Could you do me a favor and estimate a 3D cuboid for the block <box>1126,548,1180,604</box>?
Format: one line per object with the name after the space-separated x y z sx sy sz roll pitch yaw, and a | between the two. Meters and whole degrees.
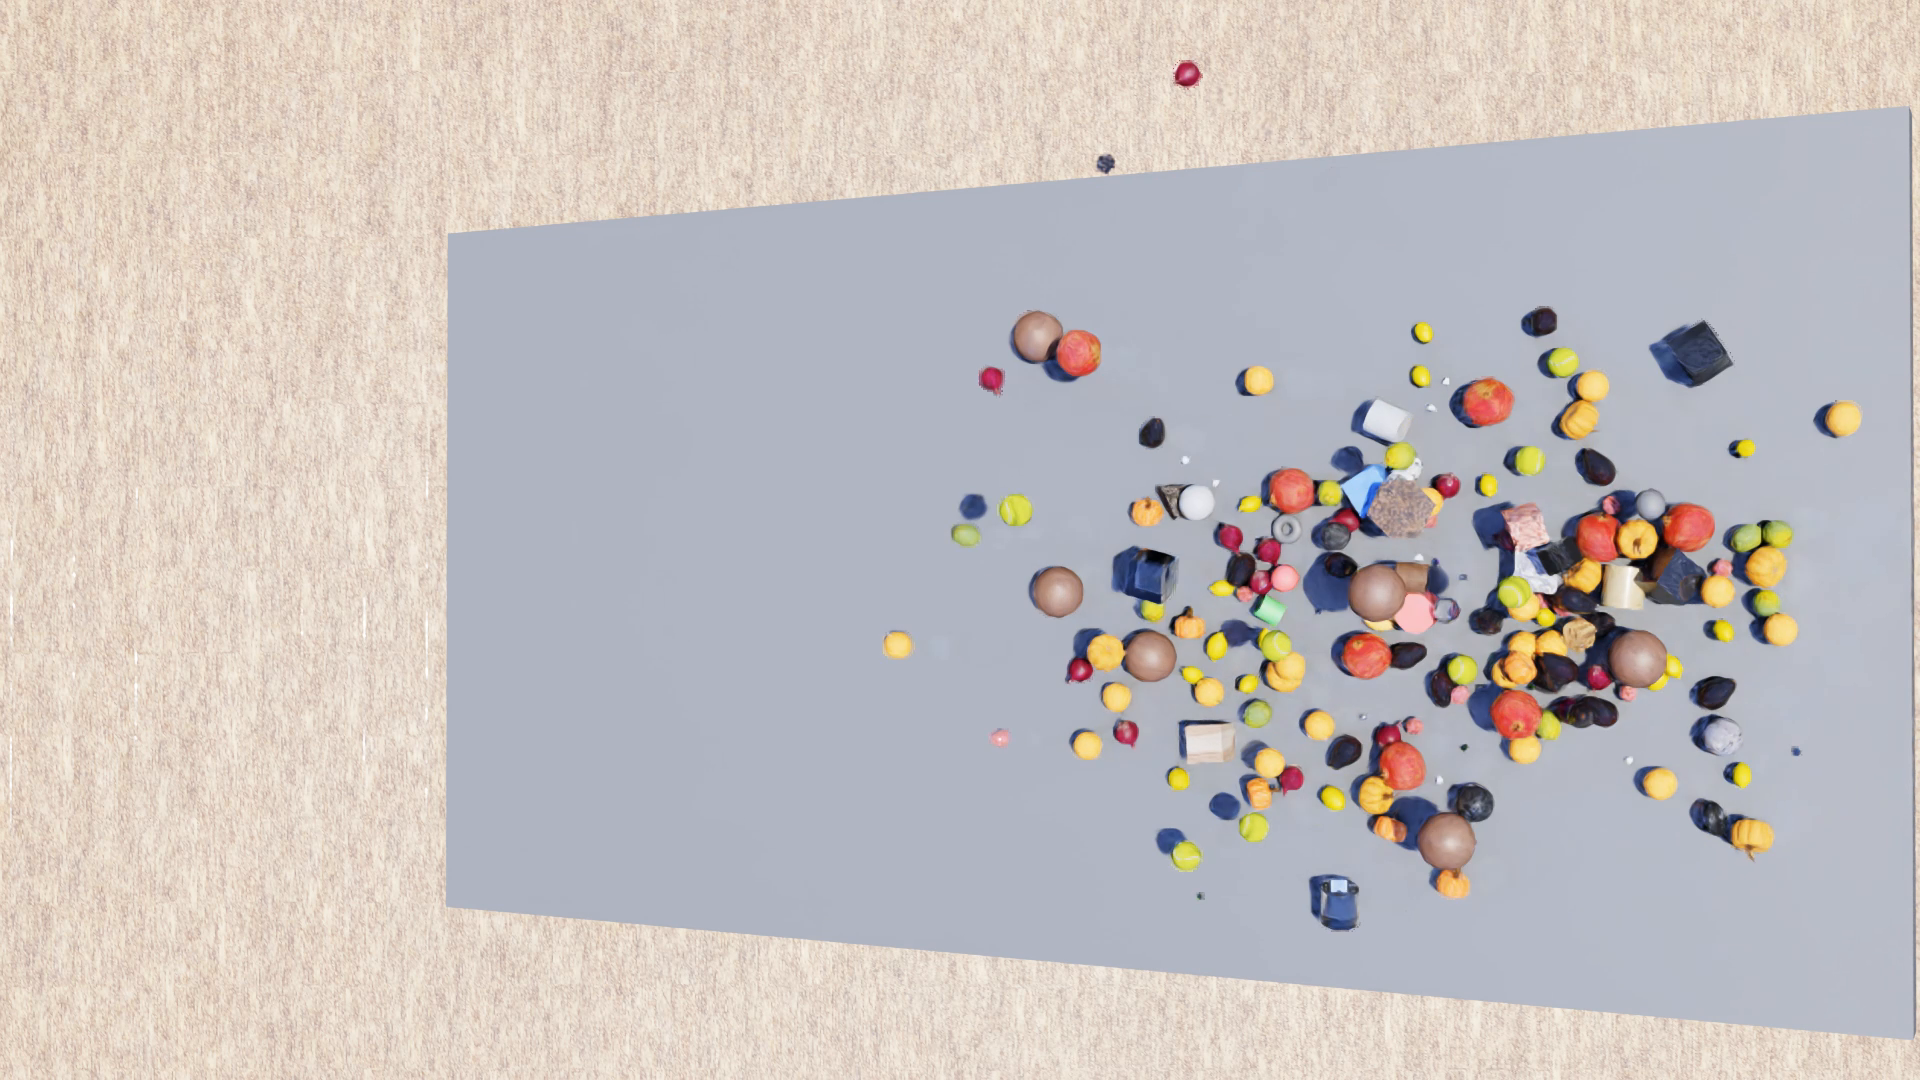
0.465 0.087 5.307 0.093 0.093 0.093 16 114 21 | block

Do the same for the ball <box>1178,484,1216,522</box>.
0.580 -0.092 5.387 0.090 0.090 0.090 0 89 0 | ball

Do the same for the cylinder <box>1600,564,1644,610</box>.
1.489 0.105 4.932 0.093 0.093 0.093 8 89 0 | cylinder

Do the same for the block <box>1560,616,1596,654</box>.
1.395 0.214 4.958 0.051 0.051 0.051 -24 134 -27 | block

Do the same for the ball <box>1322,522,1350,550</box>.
0.889 -0.008 5.199 0.068 0.068 0.068 0 89 0 | ball

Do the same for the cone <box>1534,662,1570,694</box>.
1.349 0.331 4.988 0.081 0.081 0.081 2 110 6 | cone

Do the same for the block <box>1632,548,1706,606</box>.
1.566 0.081 4.857 0.090 0.090 0.090 37 81 -14 | block

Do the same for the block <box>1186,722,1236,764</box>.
0.613 0.496 5.379 0.091 0.091 0.091 -4 87 27 | block

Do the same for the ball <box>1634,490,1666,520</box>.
1.512 -0.078 4.819 0.068 0.068 0.068 0 89 0 | ball

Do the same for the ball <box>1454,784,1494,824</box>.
1.190 0.609 5.083 0.090 0.090 0.090 0 89 0 | ball

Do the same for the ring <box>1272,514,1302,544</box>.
0.792 -0.026 5.330 0.075 0.025 0.075 0 90 26 | ring

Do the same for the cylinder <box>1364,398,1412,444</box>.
1.002 -0.276 5.150 0.082 0.082 0.082 28 89 25 | cylinder

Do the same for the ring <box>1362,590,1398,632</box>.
1.000 0.167 5.215 0.100 0.033 0.100 -3 83 31 | ring

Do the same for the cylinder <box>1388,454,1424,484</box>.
1.047 -0.158 5.165 0.062 0.062 0.062 33 65 0 | cylinder

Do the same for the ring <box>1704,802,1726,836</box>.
1.664 0.615 4.847 0.026 0.079 0.079 -19 89 37 | ring

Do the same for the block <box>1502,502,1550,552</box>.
1.262 -0.029 4.910 0.075 0.075 0.075 -18 109 9 | block

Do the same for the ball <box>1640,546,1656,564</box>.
1.549 0.040 4.927 0.051 0.051 0.051 0 89 0 | ball

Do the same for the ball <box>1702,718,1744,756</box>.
1.678 0.433 4.836 0.087 0.087 0.087 0 89 0 | ball

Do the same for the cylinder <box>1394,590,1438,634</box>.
1.070 0.166 5.140 0.093 0.093 0.093 2 97 21 | cylinder

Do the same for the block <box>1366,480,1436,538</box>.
1.018 -0.070 5.077 0.094 0.094 0.094 -3 129 -34 | block

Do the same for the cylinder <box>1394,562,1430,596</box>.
1.040 0.088 5.067 0.073 0.073 0.073 6 89 16 | cylinder

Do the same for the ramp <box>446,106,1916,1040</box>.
0.278 0.079 5.662 4.000 0.100 2.000 0 89 27 | ramp

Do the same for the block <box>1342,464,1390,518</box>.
0.975 -0.114 5.200 0.091 0.091 0.091 -36 74 22 | block

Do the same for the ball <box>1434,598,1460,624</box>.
1.117 0.162 5.046 0.060 0.060 0.060 0 89 0 | ball

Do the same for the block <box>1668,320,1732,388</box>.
1.633 -0.410 4.850 0.090 0.090 0.090 -34 63 15 | block

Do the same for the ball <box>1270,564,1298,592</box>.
0.784 0.093 5.309 0.067 0.067 0.067 0 89 0 | ball

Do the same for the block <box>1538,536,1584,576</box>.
1.336 0.036 4.895 0.060 0.060 0.060 -28 89 -37 | block

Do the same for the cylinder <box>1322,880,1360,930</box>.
0.897 0.861 5.192 0.088 0.088 0.088 -3 110 0 | cylinder

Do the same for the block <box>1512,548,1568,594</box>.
1.325 0.070 5.014 0.098 0.098 0.098 4 91 28 | block
